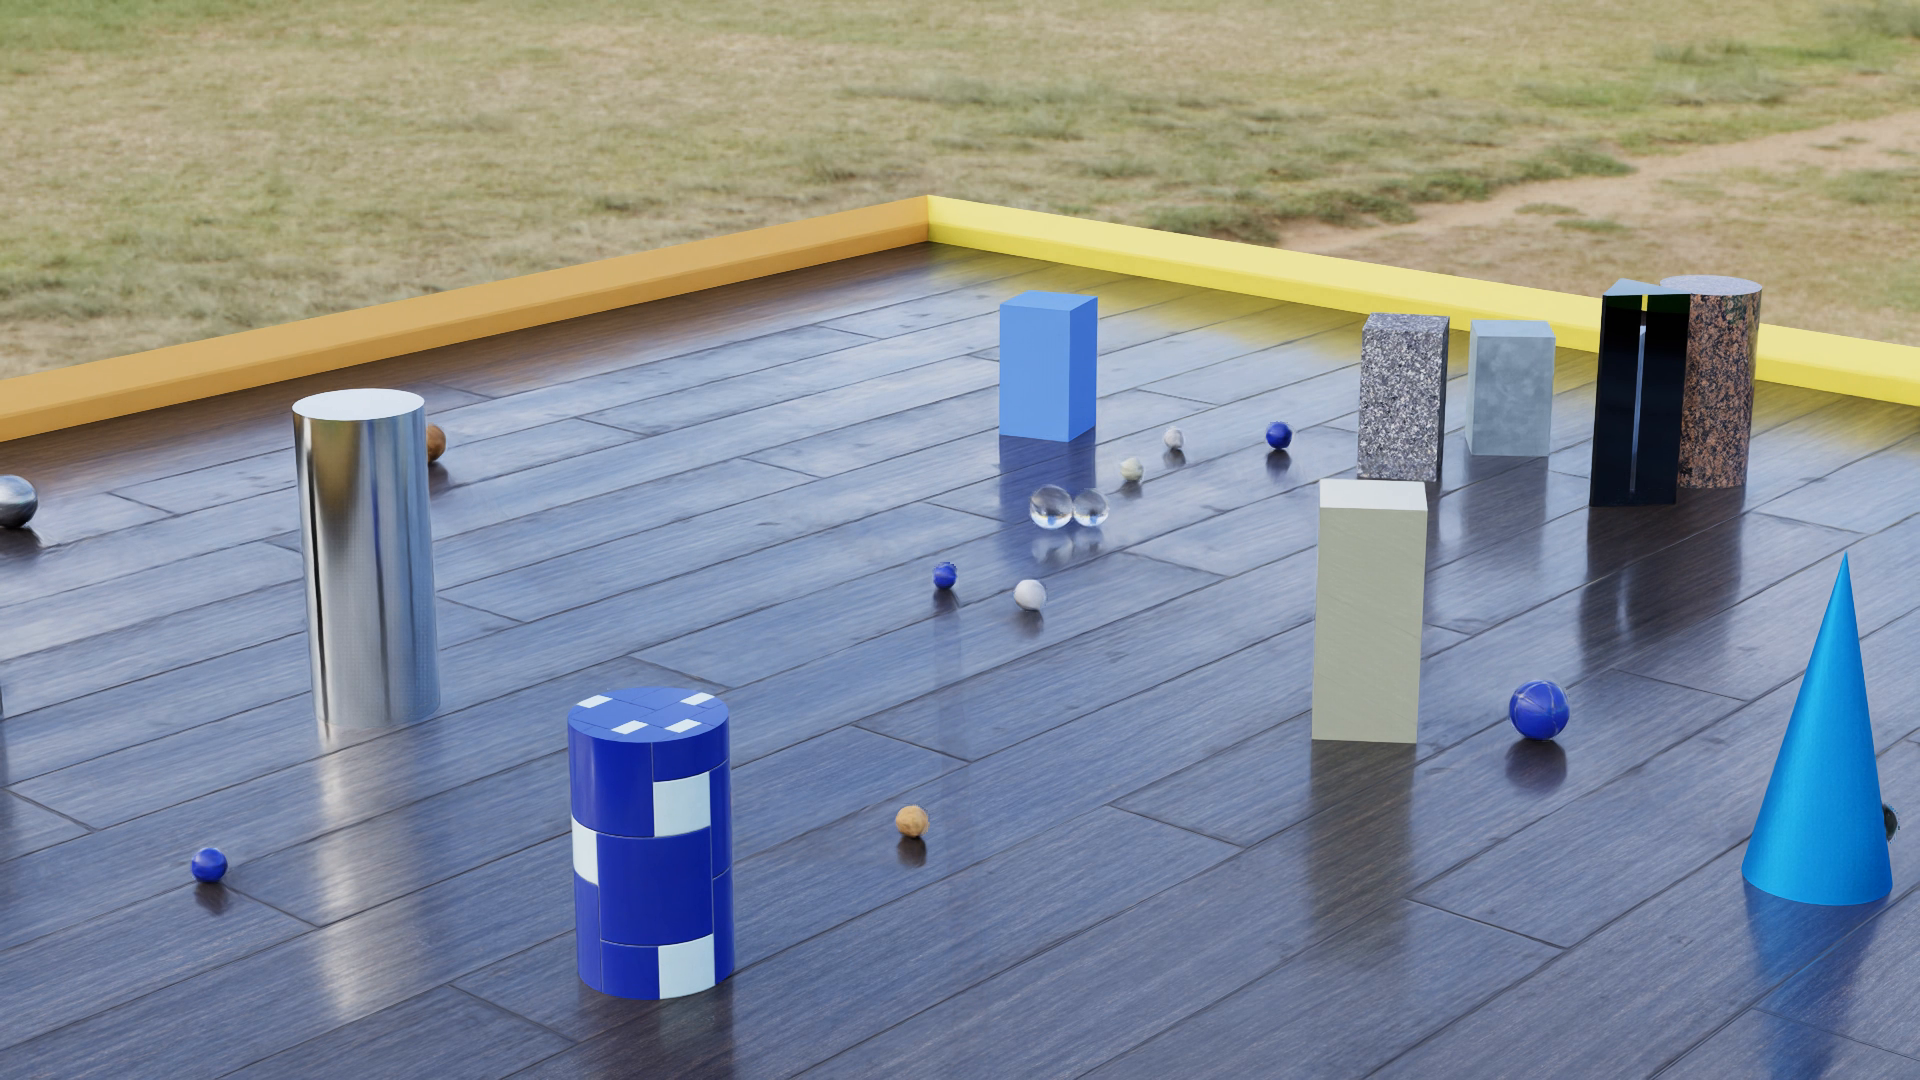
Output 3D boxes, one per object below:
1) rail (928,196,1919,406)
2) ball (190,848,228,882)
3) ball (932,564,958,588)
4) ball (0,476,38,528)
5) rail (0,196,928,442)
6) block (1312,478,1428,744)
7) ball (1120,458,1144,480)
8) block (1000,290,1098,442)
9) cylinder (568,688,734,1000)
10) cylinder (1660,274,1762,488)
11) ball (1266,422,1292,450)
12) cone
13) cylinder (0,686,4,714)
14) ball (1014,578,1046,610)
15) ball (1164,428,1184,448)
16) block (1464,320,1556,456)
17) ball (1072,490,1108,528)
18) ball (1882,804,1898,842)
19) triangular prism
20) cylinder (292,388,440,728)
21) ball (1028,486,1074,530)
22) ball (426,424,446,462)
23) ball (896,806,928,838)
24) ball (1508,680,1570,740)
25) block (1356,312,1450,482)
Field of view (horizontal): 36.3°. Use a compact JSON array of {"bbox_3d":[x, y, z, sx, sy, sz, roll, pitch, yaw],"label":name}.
[{"bbox_3d":[1.552,-0.484,6.832,4.394,0.128,0.045,14,22,39],"label":"rail"},{"bbox_3d":[-1.005,0.435,3.926,0.047,0.047,0.047,0,17,0],"label":"ball"},{"bbox_3d":[-0.027,0.064,5.164,0.043,0.043,0.043,0,17,0],"label":"ball"},{"bbox_3d":[-1.788,-0.073,5.522,0.098,0.098,0.098,0,17,0],"label":"ball"},{"bbox_3d":[-1.641,-0.379,6.484,0.045,0.128,4.782,14,22,39],"label":"rail"},{"bbox_3d":[0.621,0.107,4.462,0.157,0.367,0.157,2,17,6],"label":"block"},{"bbox_3d":[0.343,-0.141,5.838,0.046,0.046,0.046,0,17,0],"label":"ball"},{"bbox_3d":[0.187,-0.369,6.189,0.157,0.280,0.157,7,18,23],"label":"block"},{"bbox_3d":[-0.381,0.373,3.632,0.197,0.335,0.197,0,17,0],"label":"cylinder"},{"bbox_3d":[1.477,-0.316,5.824,0.197,0.389,0.197,0,17,0],"label":"cylinder"},{"bbox_3d":[0.661,-0.215,6.070,0.054,0.054,0.054,0,17,0],"label":"ball"},{"bbox_3d":[1.154,0.232,3.884,0.197,0.460,0.197,0,17,0],"label":"cone"},{"bbox_3d":[-1.587,0.125,4.505,0.197,0.306,0.197,0,17,0],"label":"cylinder"},{"bbox_3d":[0.120,0.094,5.047,0.054,0.054,0.054,0,17,0],"label":"ball"},{"bbox_3d":[0.444,-0.210,6.075,0.043,0.043,0.043,0,17,0],"label":"ball"},{"bbox_3d":[1.137,-0.316,6.065,0.157,0.250,0.157,1,17,4],"label":"block"},{"bbox_3d":[0.246,-0.059,5.527,0.069,0.069,0.069,0,17,0],"label":"ball"},{"bbox_3d":[1.262,0.391,4.048,0.060,0.060,0.060,0,17,0],"label":"ball"},{"bbox_3d":[1.294,-0.287,5.683,0.170,0.417,0.148,-2,17,-6],"label":"triangular prism"},{"bbox_3d":[-0.913,0.027,4.519,0.197,0.486,0.197,0,17,0],"label":"cylinder"},{"bbox_3d":[0.171,-0.061,5.508,0.084,0.084,0.084,0,17,0],"label":"ball"},{"bbox_3d":[-1.085,-0.198,5.975,0.076,0.076,0.076,0,17,0],"label":"ball"},{"bbox_3d":[-0.067,0.391,4.077,0.044,0.044,0.044,0,17,0],"label":"ball"},{"bbox_3d":[0.878,0.257,4.441,0.092,0.092,0.092,0,17,0],"label":"ball"},{"bbox_3d":[0.890,-0.289,5.885,0.157,0.303,0.157,4,17,13],"label":"block"}]
